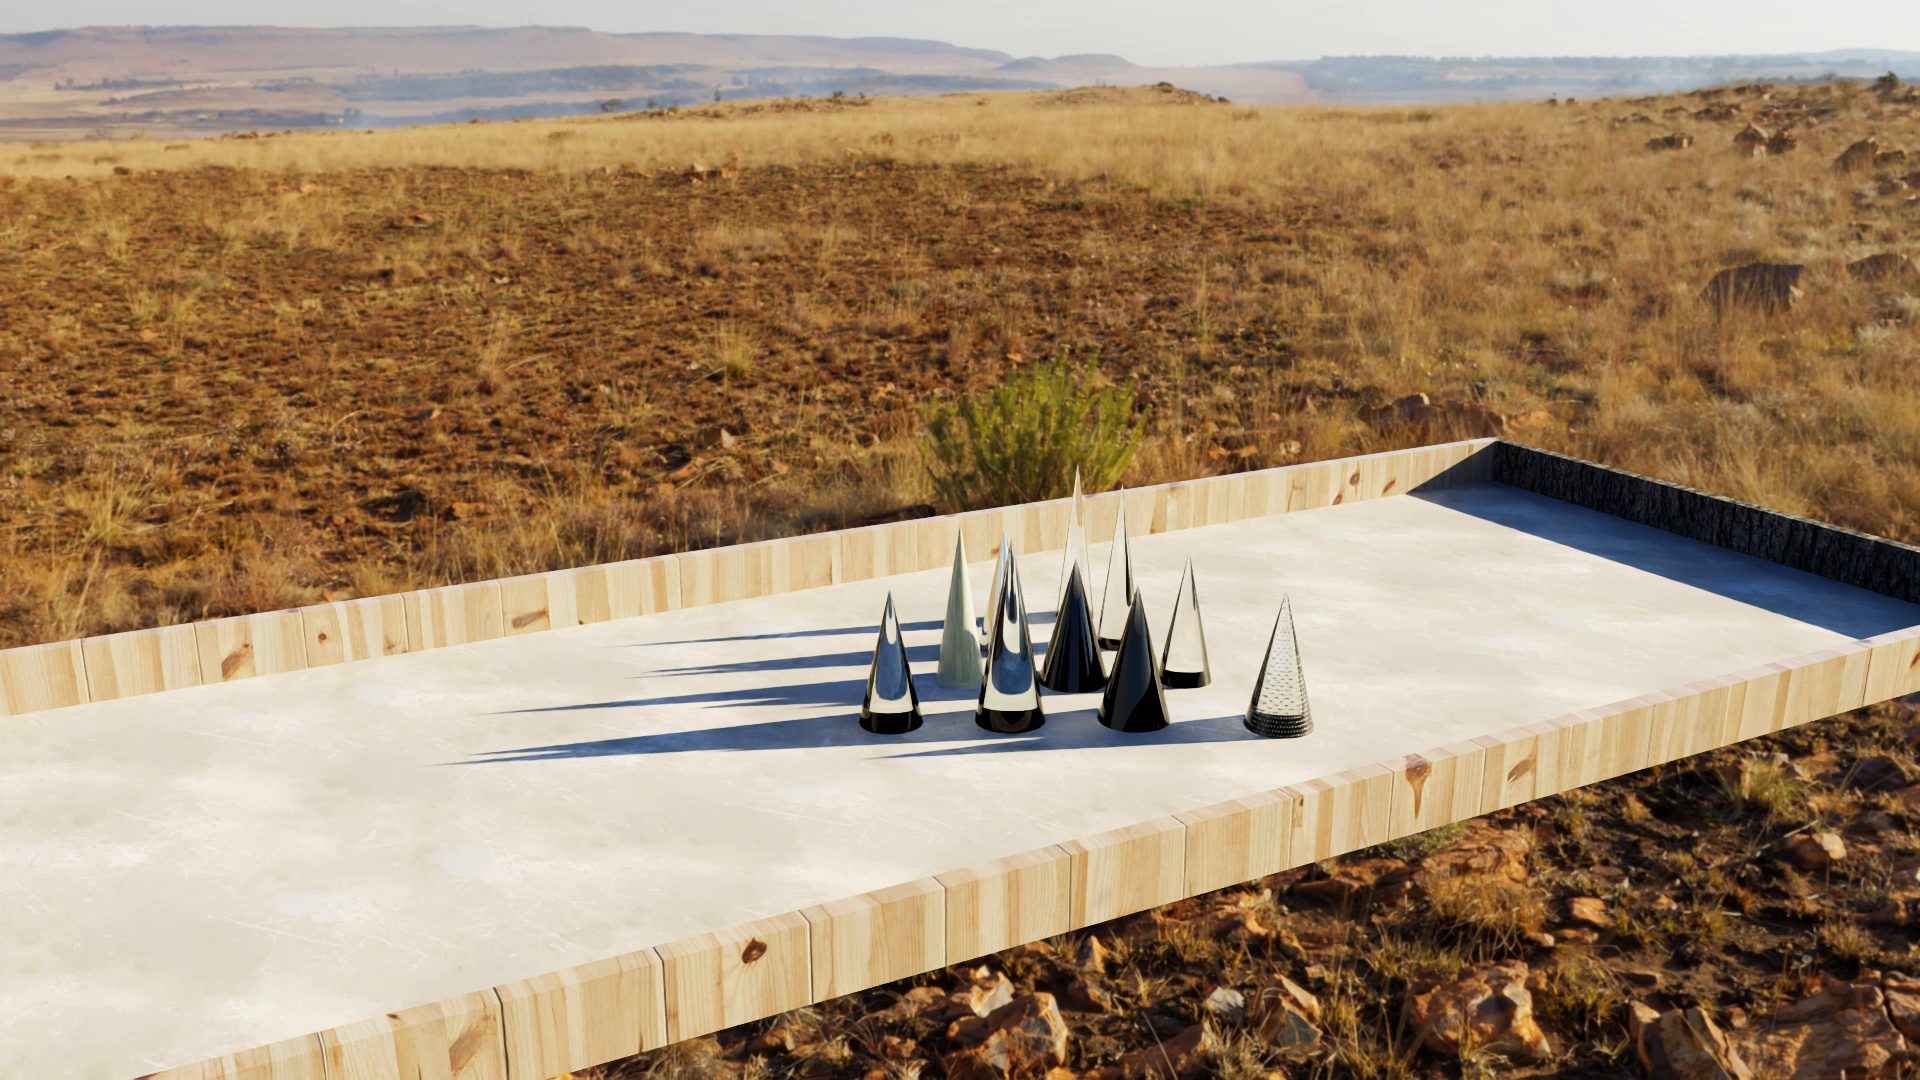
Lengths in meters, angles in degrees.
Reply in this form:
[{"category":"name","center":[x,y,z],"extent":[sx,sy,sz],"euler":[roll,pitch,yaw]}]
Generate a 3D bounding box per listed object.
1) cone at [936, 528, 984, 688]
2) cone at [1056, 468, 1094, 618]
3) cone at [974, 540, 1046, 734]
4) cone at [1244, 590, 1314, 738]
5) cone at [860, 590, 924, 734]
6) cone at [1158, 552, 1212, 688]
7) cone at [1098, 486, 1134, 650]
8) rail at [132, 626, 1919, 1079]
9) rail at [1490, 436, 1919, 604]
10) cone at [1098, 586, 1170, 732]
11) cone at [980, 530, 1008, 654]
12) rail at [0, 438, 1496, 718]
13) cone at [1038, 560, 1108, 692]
[{"category":"cone","center":[0.000,0.154,4.105],"extent":[0.123,0.409,0.123],"euler":[0,16,0]},{"category":"cone","center":[0.323,-0.002,4.568],"extent":[0.108,0.447,0.108],"euler":[0,16,0]},{"category":"cone","center":[0.119,0.208,3.843],"extent":[0.168,0.454,0.168],"euler":[0,16,0]},{"category":"cone","center":[0.749,0.273,3.829],"extent":[0.164,0.337,0.164],"euler":[0,16,0]},{"category":"cone","center":[-0.162,0.269,3.847],"extent":[0.152,0.334,0.152],"euler":[0,16,0]},{"category":"cone","center":[0.566,0.188,4.114],"extent":[0.138,0.339,0.138],"euler":[0,16,0]},{"category":"cone","center":[0.423,0.064,4.351],"extent":[0.117,0.443,0.117],"euler":[0,16,0]},{"category":"rail","center":[-2.336,1.006,1.665],"extent":[12.000,0.150,0.050],"euler":[-9,18,-27]},{"category":"rail","center":[2.466,-0.048,5.253],"extent":[0.050,0.150,2.100],"euler":[-9,18,-27]},{"category":"cone","center":[0.412,0.262,3.866],"extent":[0.173,0.337,0.173],"euler":[0,16,0]},{"category":"cone","center":[0.116,0.125,4.341],"extent":[0.134,0.332,0.134],"euler":[0,16,0]},{"category":"rail","center":[-3.305,0.497,3.399],"extent":[12.000,0.150,0.050],"euler":[-9,18,-27]},{"category":"cone","center":[0.286,0.197,4.110],"extent":[0.177,0.323,0.177],"euler":[0,16,0]}]
